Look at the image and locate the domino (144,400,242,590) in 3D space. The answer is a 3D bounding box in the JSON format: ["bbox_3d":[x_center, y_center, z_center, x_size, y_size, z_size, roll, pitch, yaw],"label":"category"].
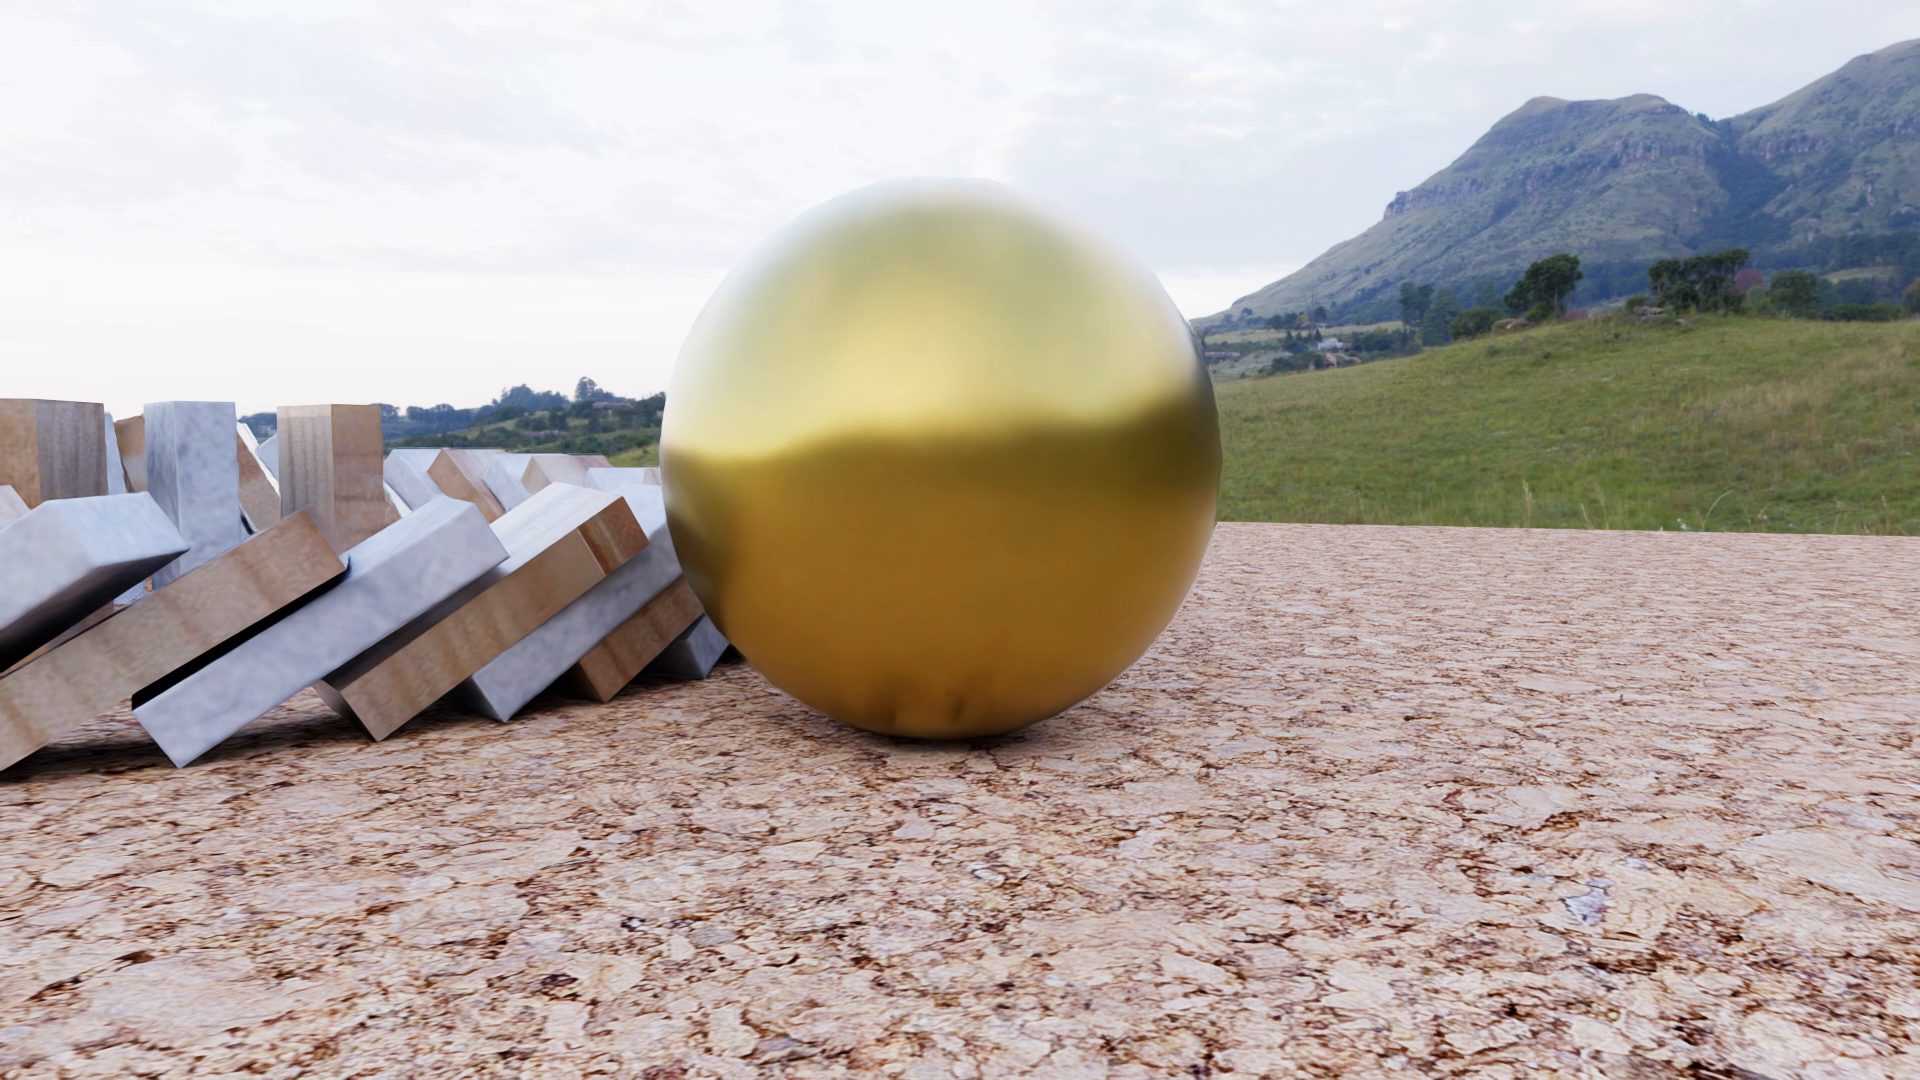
[{"bbox_3d":[-0.141,0.000,0.237,0.009,0.050,0.025,-4,6,-43],"label":"domino"}]

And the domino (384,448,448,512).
[{"bbox_3d":[-0.151,-0.007,0.392,0.050,0.009,0.025,45,15,10],"label":"domino"}]

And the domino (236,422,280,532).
[{"bbox_3d":[-0.202,-0.010,0.376,0.009,0.050,0.025,-31,14,-16],"label":"domino"}]

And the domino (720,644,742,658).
[{"bbox_3d":[-0.050,0.005,0.273,0.025,0.010,0.050,1,37,10],"label":"domino"}]

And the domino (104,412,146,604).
[{"bbox_3d":[-0.234,-0.009,0.344,0.025,0.050,0.009,3,12,32],"label":"domino"}]

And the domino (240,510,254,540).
[{"bbox_3d":[-0.214,-0.010,0.369,0.009,0.050,0.025,-27,15,-23],"label":"domino"}]

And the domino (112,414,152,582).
[{"bbox_3d":[-0.226,-0.010,0.358,0.009,0.050,0.025,-25,20,-40],"label":"domino"}]

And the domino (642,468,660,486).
[{"bbox_3d":[-0.070,-0.001,0.349,0.025,0.010,0.050,0,36,-25],"label":"domino"}]

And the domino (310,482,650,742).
[{"bbox_3d":[-0.077,0.009,0.202,0.025,0.010,0.050,10,42,48],"label":"domino"}]

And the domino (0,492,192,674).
[{"bbox_3d":[-0.128,0.012,0.163,0.050,0.010,0.025,-35,8,-4],"label":"domino"}]

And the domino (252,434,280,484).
[{"bbox_3d":[-0.186,-0.009,0.383,0.009,0.050,0.025,-36,9,-5],"label":"domino"}]

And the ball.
[{"bbox_3d":[-0.003,-0.011,0.186,0.080,0.080,0.080,0,4,0],"label":"ball"}]

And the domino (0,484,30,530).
[{"bbox_3d":[-0.143,0.012,0.159,0.050,0.010,0.025,-34,8,0],"label":"domino"}]

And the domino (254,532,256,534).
[{"bbox_3d":[-0.251,-0.006,0.427,0.050,0.010,0.025,32,-8,-21],"label":"domino"}]

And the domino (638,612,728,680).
[{"bbox_3d":[-0.051,0.006,0.252,0.025,0.009,0.050,2,37,23],"label":"domino"}]

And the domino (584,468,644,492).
[{"bbox_3d":[-0.085,-0.002,0.362,0.025,0.010,0.050,-4,39,-39],"label":"domino"}]

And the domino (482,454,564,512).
[{"bbox_3d":[-0.118,-0.006,0.383,0.050,0.009,0.025,47,28,23],"label":"domino"}]

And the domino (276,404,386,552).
[{"bbox_3d":[-0.125,-0.002,0.255,0.025,0.050,0.009,4,6,41],"label":"domino"}]

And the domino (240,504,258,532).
[{"bbox_3d":[-0.233,-0.007,0.436,0.050,0.009,0.025,30,-6,-18],"label":"domino"}]

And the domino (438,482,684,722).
[{"bbox_3d":[-0.066,0.009,0.217,0.025,0.009,0.050,6,39,42],"label":"domino"}]

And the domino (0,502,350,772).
[{"bbox_3d":[-0.110,0.013,0.175,0.050,0.009,0.025,-35,17,-19],"label":"domino"}]

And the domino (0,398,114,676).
[{"bbox_3d":[-0.160,0.001,0.225,0.010,0.050,0.025,-1,4,-11],"label":"domino"}]

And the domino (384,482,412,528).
[{"bbox_3d":[-0.172,-0.009,0.386,0.009,0.050,0.025,-39,7,-3],"label":"domino"}]

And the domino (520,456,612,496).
[{"bbox_3d":[-0.104,-0.005,0.375,0.025,0.009,0.050,-5,46,-51],"label":"domino"}]

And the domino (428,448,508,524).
[{"bbox_3d":[-0.136,-0.007,0.389,0.050,0.009,0.025,46,20,15],"label":"domino"}]

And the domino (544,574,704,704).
[{"bbox_3d":[-0.056,0.008,0.231,0.025,0.010,0.050,3,37,39],"label":"domino"}]

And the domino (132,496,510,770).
[{"bbox_3d":[-0.093,0.011,0.187,0.050,0.010,0.025,-37,23,-25],"label":"domino"}]
